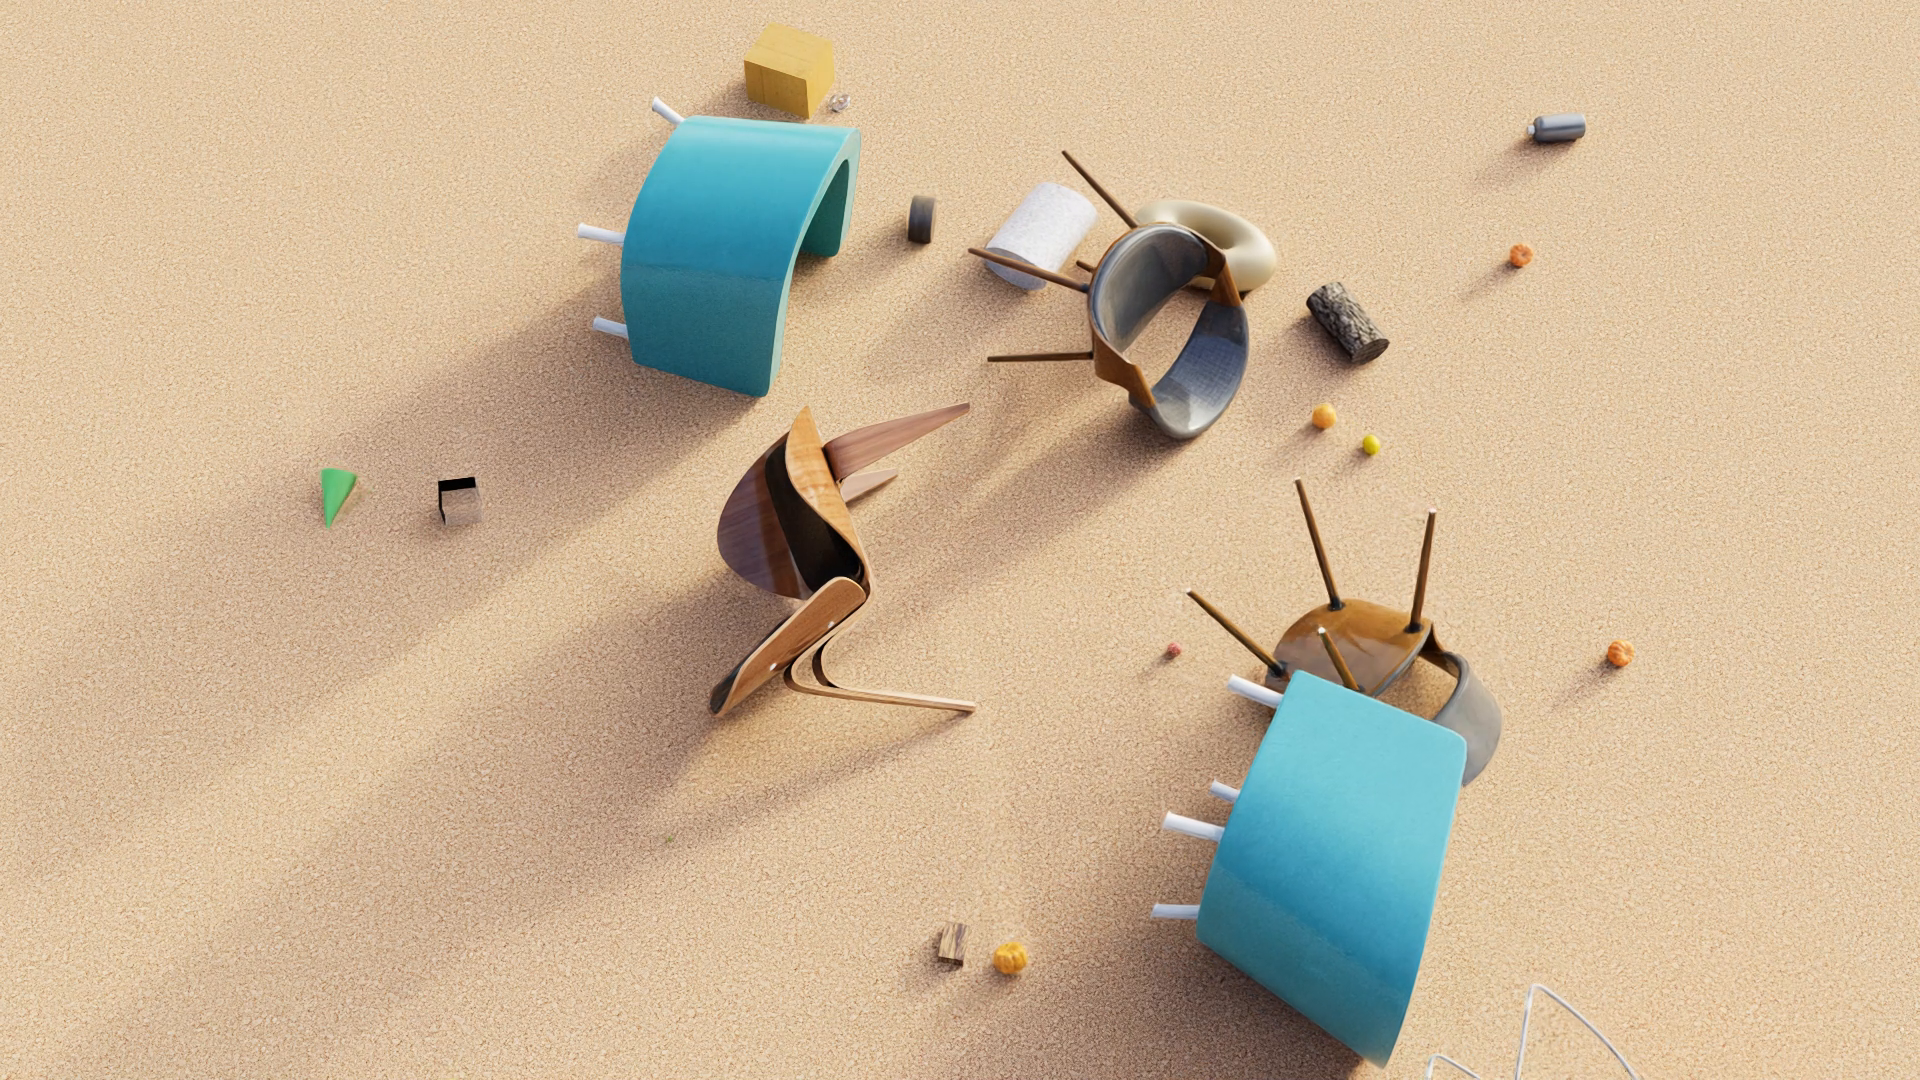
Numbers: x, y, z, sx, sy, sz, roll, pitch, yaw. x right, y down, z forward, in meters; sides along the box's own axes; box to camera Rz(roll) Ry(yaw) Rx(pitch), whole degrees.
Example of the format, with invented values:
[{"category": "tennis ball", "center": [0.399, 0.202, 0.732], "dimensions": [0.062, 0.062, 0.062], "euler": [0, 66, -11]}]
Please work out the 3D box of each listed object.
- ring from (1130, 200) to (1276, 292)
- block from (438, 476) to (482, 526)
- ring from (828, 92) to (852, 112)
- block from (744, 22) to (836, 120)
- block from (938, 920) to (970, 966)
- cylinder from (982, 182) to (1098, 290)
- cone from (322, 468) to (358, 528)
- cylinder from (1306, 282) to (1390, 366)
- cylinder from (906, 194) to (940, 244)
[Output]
[{"category": "ring", "center": [0.786, -0.952, 7.118], "dimensions": [0.497, 0.158, 0.284], "euler": [21, 54, 11]}, {"category": "block", "center": [-1.498, -0.115, 6.590], "dimensions": [0.110, 0.101, 0.097], "euler": [-7, 56, -5]}, {"category": "ring", "center": [-0.414, -1.509, 7.572], "dimensions": [0.071, 0.024, 0.096], "euler": [25, 59, 17]}, {"category": "block", "center": [-0.583, -1.611, 7.544], "dimensions": [0.236, 0.185, 0.204], "euler": [20, 58, 13]}, {"category": "block", "center": [-0.015, 1.070, 5.833], "dimensions": [0.066, 0.038, 0.102], "euler": [9, 57, 6]}, {"category": "cylinder", "center": [0.261, -0.989, 7.145], "dimensions": [0.246, 0.154, 0.331], "euler": [26, 60, 20]}, {"category": "cone", "center": [-1.885, -0.112, 6.620], "dimensions": [0.112, 0.098, 0.181], "euler": [-1, 70, 25]}, {"category": "cylinder", "center": [1.227, -0.687, 6.968], "dimensions": [0.144, 0.111, 0.261], "euler": [-20, 58, -21]}, {"category": "cylinder", "center": [-0.123, -1.053, 7.203], "dimensions": [0.075, 0.126, 0.149], "euler": [16, 81, 1]}]
